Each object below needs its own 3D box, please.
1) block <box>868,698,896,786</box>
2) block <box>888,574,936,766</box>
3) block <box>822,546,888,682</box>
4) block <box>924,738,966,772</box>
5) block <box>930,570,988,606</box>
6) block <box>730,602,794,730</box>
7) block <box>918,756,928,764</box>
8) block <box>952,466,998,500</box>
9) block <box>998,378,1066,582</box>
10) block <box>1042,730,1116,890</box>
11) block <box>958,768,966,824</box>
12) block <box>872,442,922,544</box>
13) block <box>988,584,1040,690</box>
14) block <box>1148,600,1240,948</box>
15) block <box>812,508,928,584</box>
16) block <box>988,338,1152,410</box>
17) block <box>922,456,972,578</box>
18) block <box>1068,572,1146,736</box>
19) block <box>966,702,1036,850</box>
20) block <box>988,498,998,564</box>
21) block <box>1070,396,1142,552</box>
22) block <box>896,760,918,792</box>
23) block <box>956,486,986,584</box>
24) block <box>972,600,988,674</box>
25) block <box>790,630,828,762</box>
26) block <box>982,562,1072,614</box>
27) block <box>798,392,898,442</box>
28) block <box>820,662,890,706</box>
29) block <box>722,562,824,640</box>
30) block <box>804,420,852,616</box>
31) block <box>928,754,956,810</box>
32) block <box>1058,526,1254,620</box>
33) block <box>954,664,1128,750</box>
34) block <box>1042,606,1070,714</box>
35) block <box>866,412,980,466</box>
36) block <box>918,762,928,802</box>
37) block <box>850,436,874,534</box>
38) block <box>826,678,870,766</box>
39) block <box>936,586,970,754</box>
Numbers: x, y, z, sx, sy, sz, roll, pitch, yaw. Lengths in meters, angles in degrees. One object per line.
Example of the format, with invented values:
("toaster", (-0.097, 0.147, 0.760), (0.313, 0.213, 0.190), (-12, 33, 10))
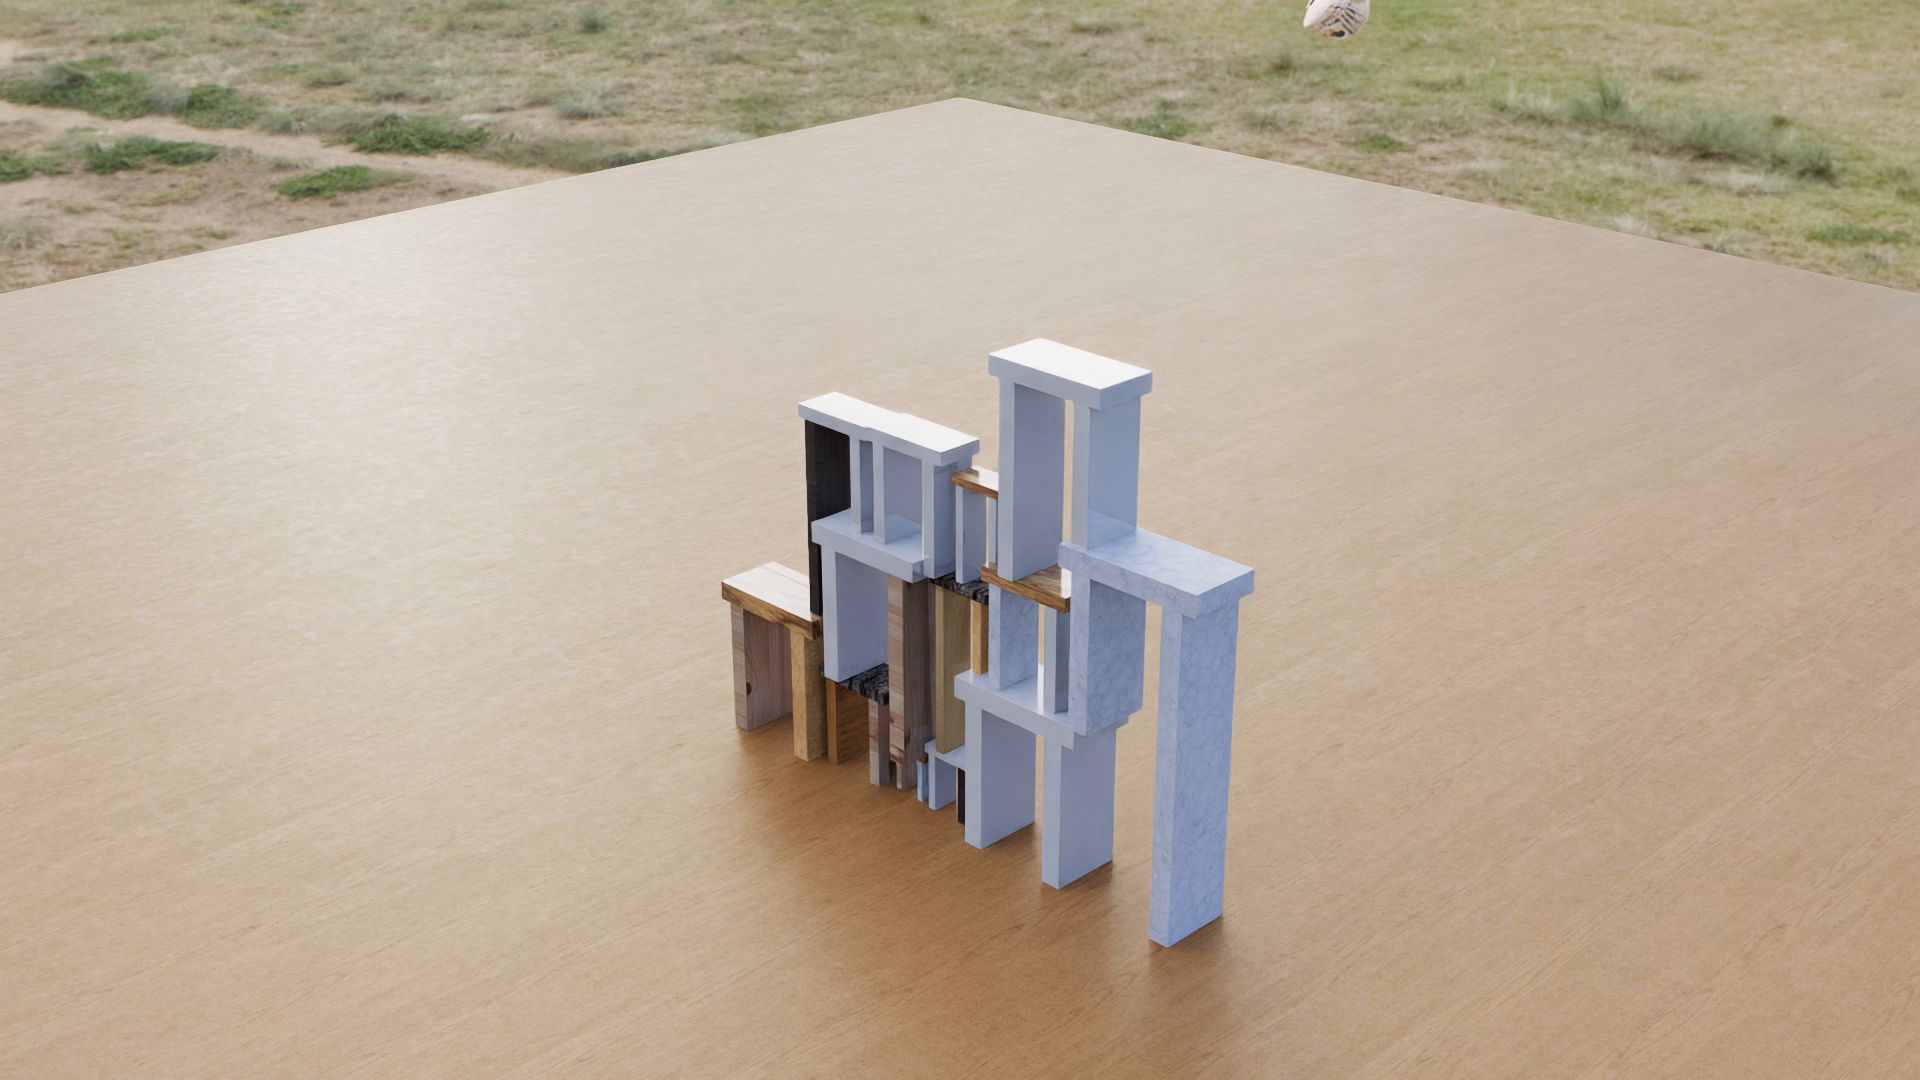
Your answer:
("block", (-0.143, 0.405, 4.557), (0.028, 0.195, 0.098), (21, 31, 41))
("block", (-0.074, 0.239, 4.401), (0.147, 0.412, 0.042), (-21, 31, -40))
("block", (-0.212, 0.131, 4.506), (0.042, 0.293, 0.147), (21, 31, 41))
("block", (-0.006, 0.427, 4.414), (0.062, 0.018, 0.124), (-21, 31, -41))
("block", (0.023, 0.083, 4.241), (0.152, 0.022, 0.076), (21, 31, 41))
("block", (-0.424, 0.254, 4.786), (0.042, 0.293, 0.147), (21, 31, 41))
("block", (-0.088, 0.429, 4.499), (0.046, 0.013, 0.092), (-21, 31, -40))
("block", (0.052, -0.107, 4.126), (0.065, 0.018, 0.130), (-21, 31, -40))
("block", (0.131, -0.125, 4.028), (0.135, 0.387, 0.038), (-21, 31, -41))
("block", (0.227, 0.496, 4.195), (0.155, 0.311, 0.044), (-21, 31, -41))
("block", (0.024, 0.504, 4.414), (0.018, 0.124, 0.062), (21, 31, 41))
("block", (-0.121, -0.104, 4.312), (0.104, 0.207, 0.029), (-21, 31, -40))
("block", (0.103, 0.168, 4.184), (0.030, 0.213, 0.107), (21, 31, 41))
("block", (0.418, 0.407, 3.943), (0.045, 0.670, 0.158), (21, 31, 41))
("block", (-0.143, 0.004, 4.377), (0.147, 0.042, 0.293), (-21, 31, -40))
("block", (0.193, -0.295, 3.886), (0.135, 0.038, 0.270), (-21, 31, -40))
("block", (-0.023, -0.052, 4.228), (0.103, 0.237, 0.029), (-21, 31, -40))
("block", (0.270, 0.186, 4.011), (0.045, 0.316, 0.158), (21, 31, 41))
("block", (0.081, 0.439, 4.330), (0.155, 0.310, 0.044), (-21, 31, -41))
("block", (0.083, -0.027, 4.127), (0.018, 0.130, 0.065), (21, 31, 41))
("block", (0.258, -0.128, 3.887), (0.038, 0.270, 0.135), (21, 31, 40))
("block", (-0.109, 0.468, 4.540), (0.046, 0.092, 0.013), (-21, 31, -40))
("block", (0.021, -0.019, 4.197), (0.018, 0.199, 0.065), (21, 31, 41))
("block", (0.059, 0.177, 4.241), (0.022, 0.152, 0.076), (21, 31, 40))
("block", (-0.286, 0.308, 4.659), (0.042, 0.293, 0.147), (21, 31, 41))
("block", (0.153, 0.076, 4.090), (0.213, 0.030, 0.107), (21, 31, 41))
("block", (-0.218, -0.246, 4.362), (0.100, 0.028, 0.201), (-21, 31, -40))
("block", (-0.189, 0.284, 4.556), (0.195, 0.028, 0.098), (21, 31, 41))
("block", (-0.355, 0.127, 4.657), (0.293, 0.042, 0.147), (21, 31, 41))
("block", (-0.265, -0.056, 4.493), (0.028, 0.424, 0.100), (21, 31, 41))
("block", (-0.035, 0.481, 4.468), (0.018, 0.124, 0.062), (21, 31, 41))
("block", (0.344, 0.049, 3.872), (0.158, 0.045, 0.316), (-21, 31, -41))
("block", (0.154, 0.304, 4.193), (0.310, 0.044, 0.155), (21, 31, 41))
("block", (0.203, 0.207, 4.091), (0.030, 0.213, 0.107), (21, 31, 41))
("block", (-0.073, -0.193, 4.221), (0.207, 0.029, 0.103), (21, 31, 41))
("block", (-0.066, 0.485, 4.500), (0.046, 0.092, 0.013), (-21, 31, -41))
("block", (-0.170, -0.122, 4.363), (0.100, 0.201, 0.028), (-21, 31, -40))
("block", (-0.235, 0.369, 4.642), (0.028, 0.195, 0.098), (21, 31, 41))
("block", (-0.013, 0.247, 4.349), (0.022, 0.365, 0.076), (21, 31, 41))
